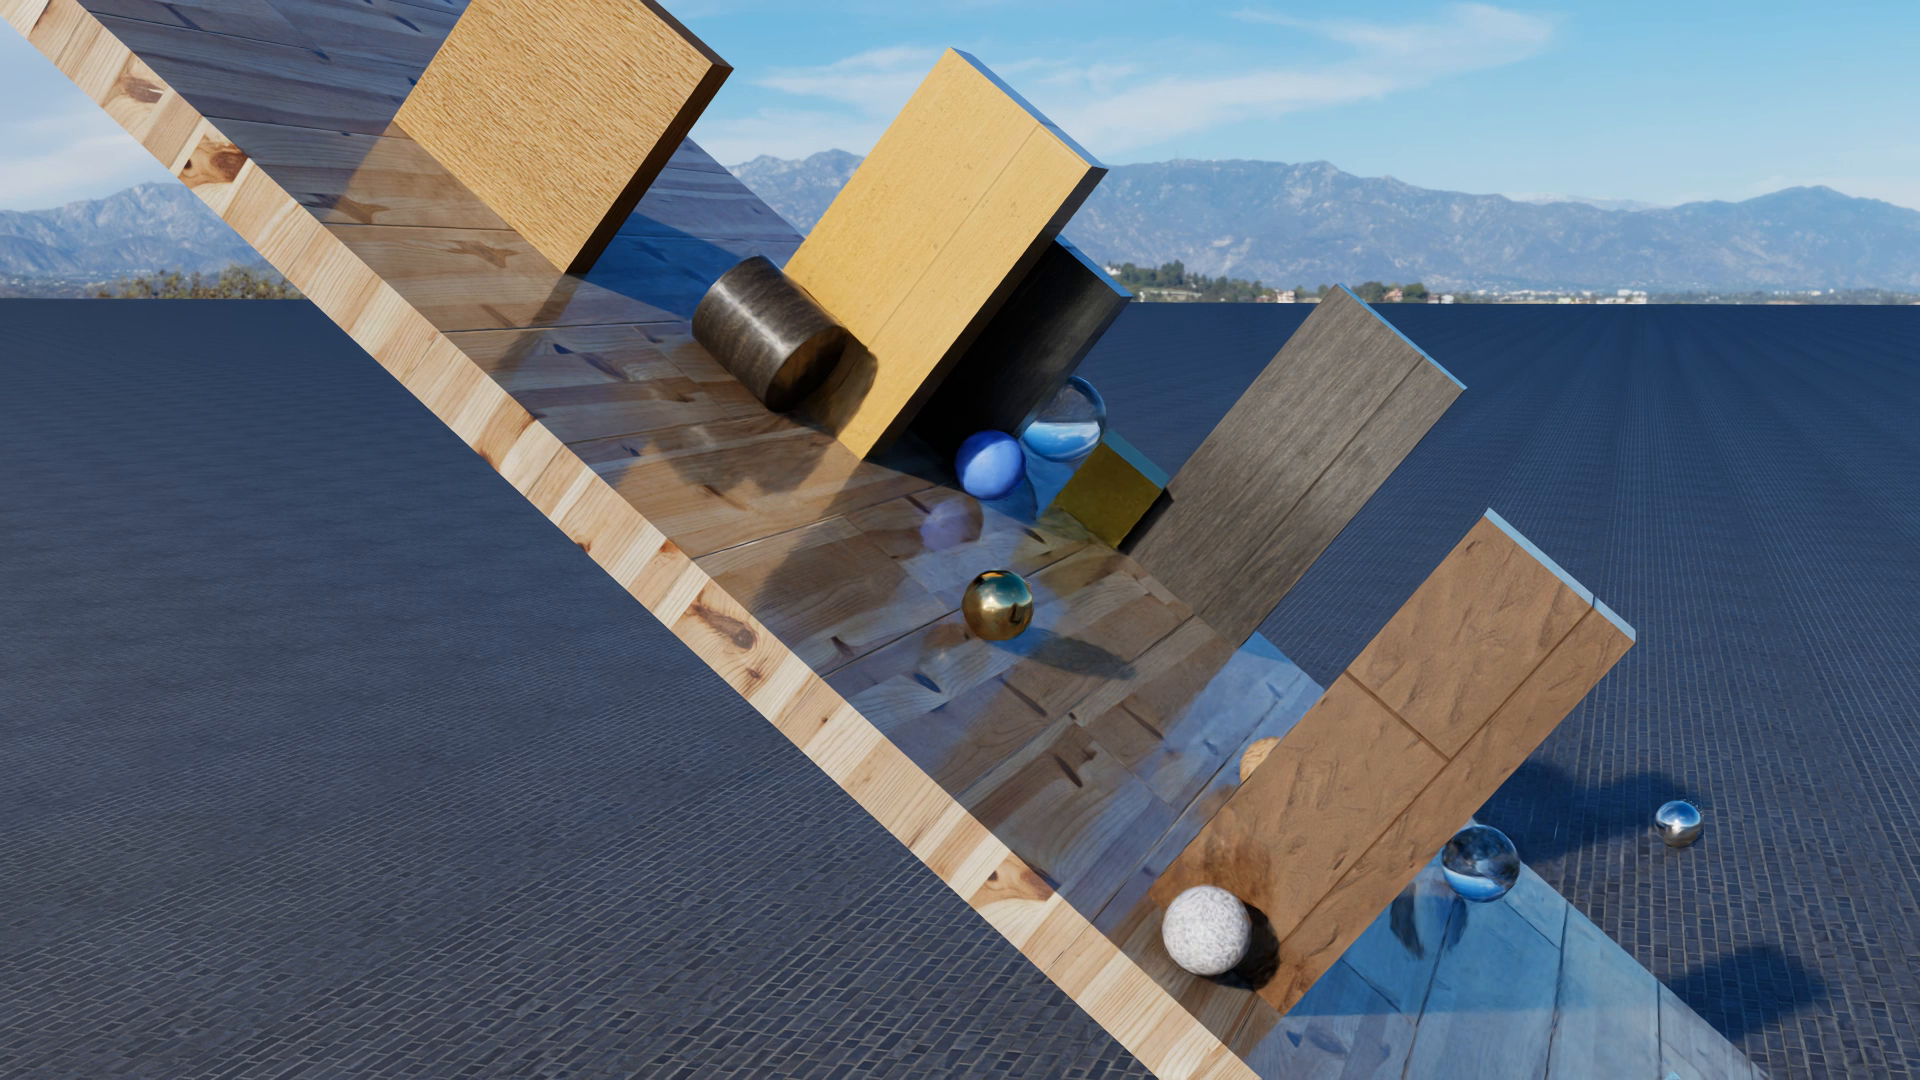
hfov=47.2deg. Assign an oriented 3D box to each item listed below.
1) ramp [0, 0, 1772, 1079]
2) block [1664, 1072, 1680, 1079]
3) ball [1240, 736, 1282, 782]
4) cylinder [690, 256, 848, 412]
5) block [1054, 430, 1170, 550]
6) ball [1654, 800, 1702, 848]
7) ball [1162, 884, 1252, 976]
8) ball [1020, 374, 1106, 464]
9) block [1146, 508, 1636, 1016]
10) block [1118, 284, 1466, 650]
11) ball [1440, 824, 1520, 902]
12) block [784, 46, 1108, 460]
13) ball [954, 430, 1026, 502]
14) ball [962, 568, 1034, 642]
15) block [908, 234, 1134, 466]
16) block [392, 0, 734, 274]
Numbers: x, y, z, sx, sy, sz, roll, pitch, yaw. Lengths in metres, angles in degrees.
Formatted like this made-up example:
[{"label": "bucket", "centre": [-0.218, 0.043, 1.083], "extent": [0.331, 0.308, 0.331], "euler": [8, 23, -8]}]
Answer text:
[{"label": "ramp", "centre": [-0.003, 0.052, 4.042], "extent": [4.000, 0.100, 2.000], "euler": [42, 16, 9]}, {"label": "block", "centre": [1.131, 0.985, 3.510], "extent": [0.171, 0.171, 0.171], "euler": [45, 17, 20]}, {"label": "ball", "centre": [0.556, 0.409, 3.900], "extent": [0.120, 0.120, 0.120], "euler": [0, 7, 0]}, {"label": "cylinder", "centre": [-0.338, -0.366, 3.901], "extent": [0.196, 0.196, 0.196], "euler": [44, 23, 16]}, {"label": "block", "centre": [0.327, -0.110, 4.718], "extent": [0.167, 0.167, 0.167], "euler": [39, 16, 1]}, {"label": "ball", "centre": [2.327, 0.920, 7.125], "extent": [0.150, 0.150, 0.150], "euler": [0, 7, 0]}, {"label": "ball", "centre": [0.344, 0.544, 3.065], "extent": [0.125, 0.125, 0.125], "euler": [0, 7, 0]}, {"label": "ball", "centre": [0.220, -0.263, 4.757], "extent": [0.194, 0.194, 0.194], "euler": [0, 7, 0]}, {"label": "block", "centre": [0.608, 0.320, 3.142], "extent": [0.263, 0.735, 0.109], "euler": [42, 16, 9]}, {"label": "block", "centre": [0.693, -0.152, 4.631], "extent": [0.339, 0.720, 0.096], "euler": [42, 16, 9]}, {"label": "ball", "centre": [1.005, 0.625, 4.246], "extent": [0.149, 0.149, 0.149], "euler": [0, 7, 0]}, {"label": "block", "centre": [-0.080, -0.515, 4.003], "extent": [0.334, 0.675, 0.135], "euler": [42, 16, 9]}, {"label": "ball", "centre": [0.059, -0.145, 4.276], "extent": [0.140, 0.140, 0.140], "euler": [0, 7, 0]}, {"label": "ball", "centre": [0.064, 0.108, 3.638], "extent": [0.120, 0.120, 0.120], "euler": [0, 7, 0]}, {"label": "block", "centre": [0.029, -0.433, 4.381], "extent": [0.417, 0.475, 0.108], "euler": [42, 16, 9]}, {"label": "block", "centre": [-0.684, -0.764, 3.770], "extent": [0.418, 0.444, 0.091], "euler": [42, 16, 9]}]
